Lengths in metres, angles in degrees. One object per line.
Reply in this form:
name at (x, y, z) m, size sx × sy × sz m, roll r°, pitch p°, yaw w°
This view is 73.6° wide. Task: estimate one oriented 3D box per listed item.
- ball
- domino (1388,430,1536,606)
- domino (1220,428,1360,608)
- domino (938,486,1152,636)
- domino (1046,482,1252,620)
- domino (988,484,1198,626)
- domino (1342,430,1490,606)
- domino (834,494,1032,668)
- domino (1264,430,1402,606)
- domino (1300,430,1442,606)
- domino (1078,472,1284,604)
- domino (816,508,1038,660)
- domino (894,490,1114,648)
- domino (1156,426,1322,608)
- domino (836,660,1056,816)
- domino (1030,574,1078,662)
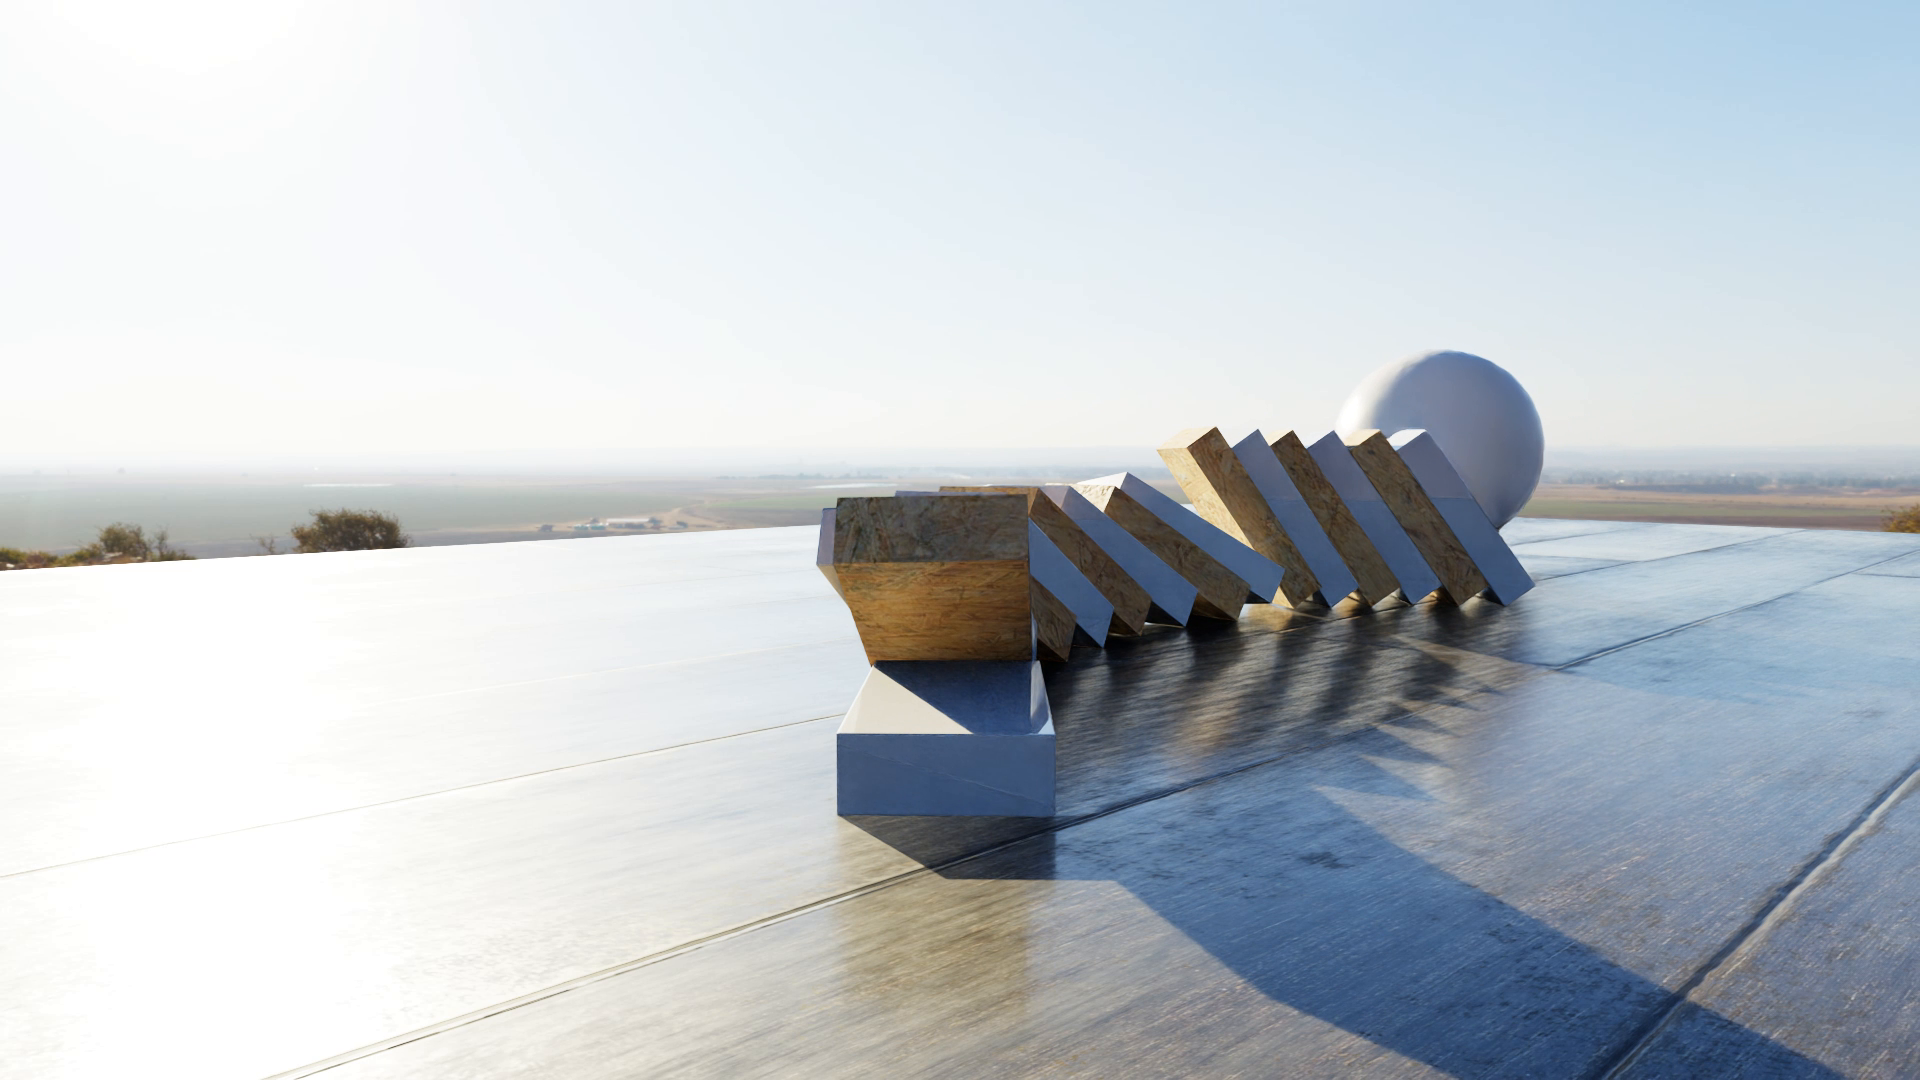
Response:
ball at (0.190, -0.036, 0.513) m, size 0.080 × 0.080 × 0.080 m, roll 0°, pitch 4°, yaw 0°
domino at (0.133, -0.007, 0.347) m, size 0.010 × 0.050 × 0.025 m, roll -35°, pitch 1°, yaw 5°
domino at (0.084, -0.006, 0.341) m, size 0.009 × 0.050 × 0.025 m, roll -36°, pitch 9°, yaw -5°
domino at (0.018, 0.005, 0.274) m, size 0.025 × 0.010 × 0.050 m, roll 3°, pitch -26°, yaw 39°
domino at (0.044, 0.003, 0.307) m, size 0.050 × 0.009 × 0.025 m, roll 33°, pitch -14°, yaw -31°
domino at (0.029, 0.004, 0.291) m, size 0.025 × 0.009 × 0.050 m, roll 3°, pitch -25°, yaw 48°
domino at (0.121, -0.007, 0.348) m, size 0.009 × 0.050 × 0.025 m, roll -35°, pitch 1°, yaw 5°
domino at (-0.002, 0.009, 0.188) m, size 0.025 × 0.010 × 0.050 m, roll -1°, pitch -26°, yaw 4°
domino at (0.097, -0.007, 0.346) m, size 0.010 × 0.050 × 0.025 m, roll -35°, pitch 2°, yaw 4°
domino at (0.109, -0.007, 0.349) m, size 0.010 × 0.050 × 0.025 m, roll -35°, pitch 1°, yaw 5°
domino at (0.054, 0.000, 0.322) m, size 0.050 × 0.010 × 0.025 m, roll 30°, pitch -14°, yaw -18°
domino at (-0.004, 0.010, 0.212) m, size 0.025 × 0.010 × 0.050 m, roll -2°, pitch -26°, yaw 13°
domino at (0.009, 0.007, 0.257) m, size 0.025 × 0.009 × 0.050 m, roll 3°, pitch -25°, yaw 34°
domino at (0.073, -0.006, 0.337) m, size 0.010 × 0.050 × 0.025 m, roll -36°, pitch 7°, yaw -5°
domino at (-0.001, 0.025, 0.171) m, size 0.025 × 0.009 × 0.050 m, roll 0°, pitch 4°, yaw 1°
domino at (0.000, 0.009, 0.239) m, size 0.025 × 0.010 × 0.050 m, roll 3°, pitch -22°, yaw 31°
